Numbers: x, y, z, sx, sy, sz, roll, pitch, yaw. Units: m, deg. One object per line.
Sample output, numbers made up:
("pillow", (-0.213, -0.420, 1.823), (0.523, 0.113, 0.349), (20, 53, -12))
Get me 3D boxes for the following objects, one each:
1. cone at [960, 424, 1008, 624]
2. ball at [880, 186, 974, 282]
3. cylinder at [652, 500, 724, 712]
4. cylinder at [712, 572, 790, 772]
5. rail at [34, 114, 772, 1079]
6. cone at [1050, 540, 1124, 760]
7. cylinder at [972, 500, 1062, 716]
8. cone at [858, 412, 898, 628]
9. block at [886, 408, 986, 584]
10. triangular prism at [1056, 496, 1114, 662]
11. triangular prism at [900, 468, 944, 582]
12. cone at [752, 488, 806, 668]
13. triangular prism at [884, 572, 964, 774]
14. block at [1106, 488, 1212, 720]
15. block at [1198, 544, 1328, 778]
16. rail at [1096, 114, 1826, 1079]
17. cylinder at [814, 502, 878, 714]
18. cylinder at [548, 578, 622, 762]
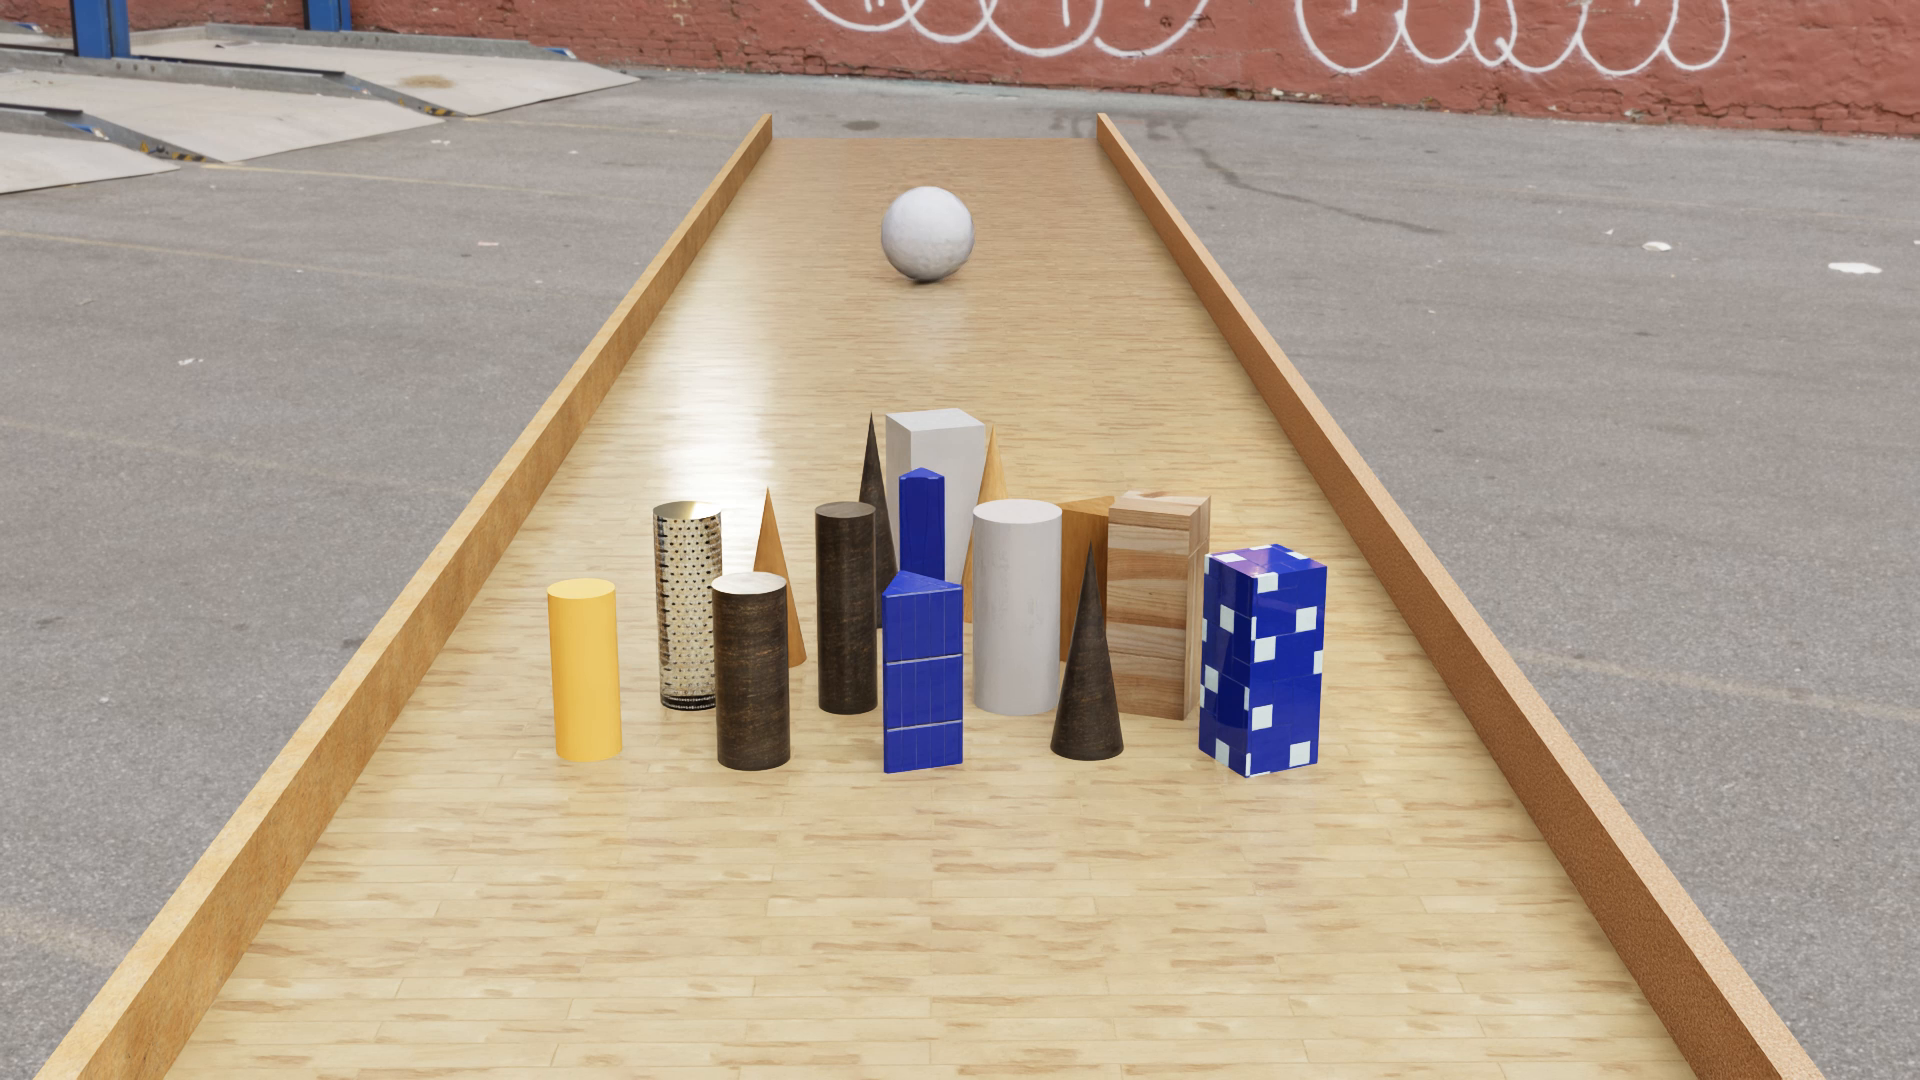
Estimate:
("cone", (0.070, -0.045, 4.638), (0.163, 0.422, 0.163), (0, 17, 0))
("ball", (-0.126, -1.198, 8.608), (0.370, 0.370, 0.370), (0, 17, 0))
("cylinder", (-0.509, 0.124, 4.149), (0.127, 0.376, 0.127), (0, 17, 0))
("cylinder", (-0.367, 0.231, 3.878), (0.131, 0.326, 0.131), (0, 17, 0))
("rail", (-1.118, -0.838, 7.780), (0.050, 0.150, 12.000), (0, 17, -1))
("cone", (0.229, 0.186, 3.914), (0.133, 0.392, 0.133), (0, 17, 0))
("cylinder", (0.107, 0.126, 4.146), (0.166, 0.375, 0.166), (0, 17, 0))
("cone", (-0.183, -0.051, 4.603), (0.136, 0.453, 0.136), (0, 17, 0))
("block", (-0.056, -0.094, 4.910), (0.172, 0.361, 0.172), (-6, 18, -20))
("triangular prism", (0.271, 0.080, 4.403), (0.154, 0.317, 0.134), (10, 19, 30))
("triangular prism", (-0.076, 0.046, 4.411), (0.088, 0.377, 0.076), (0, 17, -2))
("cone", (-0.378, 0.064, 4.374), (0.139, 0.362, 0.139), (0, 17, 0))
("triangular prism", (-0.083, 0.228, 3.885), (0.144, 0.328, 0.125), (-6, 18, -19))
("block", (0.371, 0.118, 4.132), (0.153, 0.397, 0.153), (6, 18, 20))
("block", (0.531, 0.211, 3.877), (0.152, 0.366, 0.152), (-8, 18, -26))
("rail", (0.932, -0.844, 7.801), (0.050, 0.150, 12.000), (0, 17, -1))
("cylinder", (-0.212, 0.128, 4.123), (0.113, 0.384, 0.113), (0, 17, 0))
("cylinder", (-0.667, 0.231, 3.916), (0.118, 0.304, 0.118), (0, 17, 0))
